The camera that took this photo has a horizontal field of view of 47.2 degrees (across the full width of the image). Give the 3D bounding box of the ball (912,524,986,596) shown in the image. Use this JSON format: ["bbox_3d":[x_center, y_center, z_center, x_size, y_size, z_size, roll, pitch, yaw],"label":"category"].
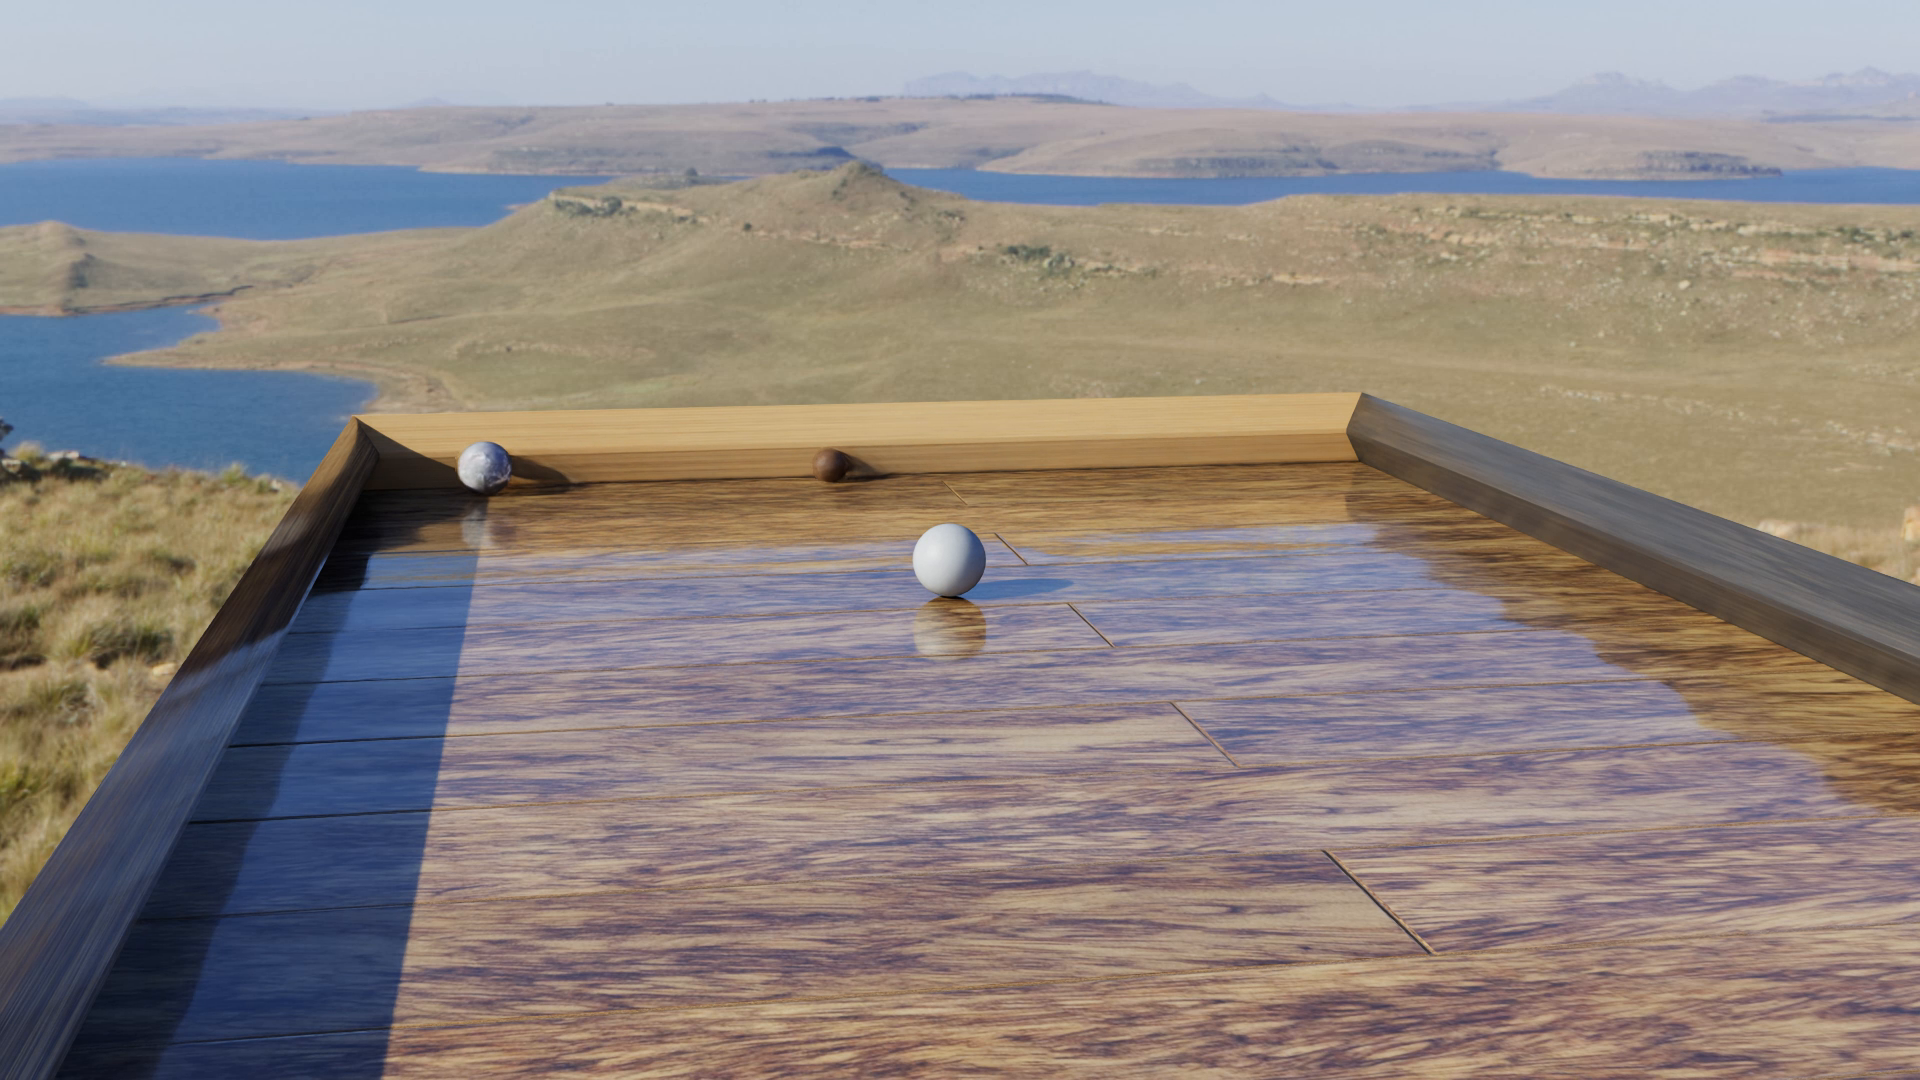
[{"bbox_3d":[-0.014,0.027,2.919,0.097,0.097,0.097,0,11,0],"label":"ball"}]

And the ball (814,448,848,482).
[{"bbox_3d":[-0.225,-0.130,3.828,0.058,0.058,0.058,0,11,0],"label":"ball"}]

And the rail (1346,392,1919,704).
[{"bbox_3d":[1.008,0.104,2.439,0.045,0.127,3.325,-2,11,-10],"label":"rail"}]

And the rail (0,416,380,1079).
[{"bbox_3d":[-0.716,0.162,2.137,0.045,0.127,3.325,-2,11,-10],"label":"rail"}]

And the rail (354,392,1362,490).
[{"bbox_3d":[-0.142,-0.174,3.872,1.798,0.127,0.045,-2,11,-10],"label":"rail"}]

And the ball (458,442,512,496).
[{"bbox_3d":[-0.799,-0.121,3.695,0.091,0.091,0.091,0,11,0],"label":"ball"}]
